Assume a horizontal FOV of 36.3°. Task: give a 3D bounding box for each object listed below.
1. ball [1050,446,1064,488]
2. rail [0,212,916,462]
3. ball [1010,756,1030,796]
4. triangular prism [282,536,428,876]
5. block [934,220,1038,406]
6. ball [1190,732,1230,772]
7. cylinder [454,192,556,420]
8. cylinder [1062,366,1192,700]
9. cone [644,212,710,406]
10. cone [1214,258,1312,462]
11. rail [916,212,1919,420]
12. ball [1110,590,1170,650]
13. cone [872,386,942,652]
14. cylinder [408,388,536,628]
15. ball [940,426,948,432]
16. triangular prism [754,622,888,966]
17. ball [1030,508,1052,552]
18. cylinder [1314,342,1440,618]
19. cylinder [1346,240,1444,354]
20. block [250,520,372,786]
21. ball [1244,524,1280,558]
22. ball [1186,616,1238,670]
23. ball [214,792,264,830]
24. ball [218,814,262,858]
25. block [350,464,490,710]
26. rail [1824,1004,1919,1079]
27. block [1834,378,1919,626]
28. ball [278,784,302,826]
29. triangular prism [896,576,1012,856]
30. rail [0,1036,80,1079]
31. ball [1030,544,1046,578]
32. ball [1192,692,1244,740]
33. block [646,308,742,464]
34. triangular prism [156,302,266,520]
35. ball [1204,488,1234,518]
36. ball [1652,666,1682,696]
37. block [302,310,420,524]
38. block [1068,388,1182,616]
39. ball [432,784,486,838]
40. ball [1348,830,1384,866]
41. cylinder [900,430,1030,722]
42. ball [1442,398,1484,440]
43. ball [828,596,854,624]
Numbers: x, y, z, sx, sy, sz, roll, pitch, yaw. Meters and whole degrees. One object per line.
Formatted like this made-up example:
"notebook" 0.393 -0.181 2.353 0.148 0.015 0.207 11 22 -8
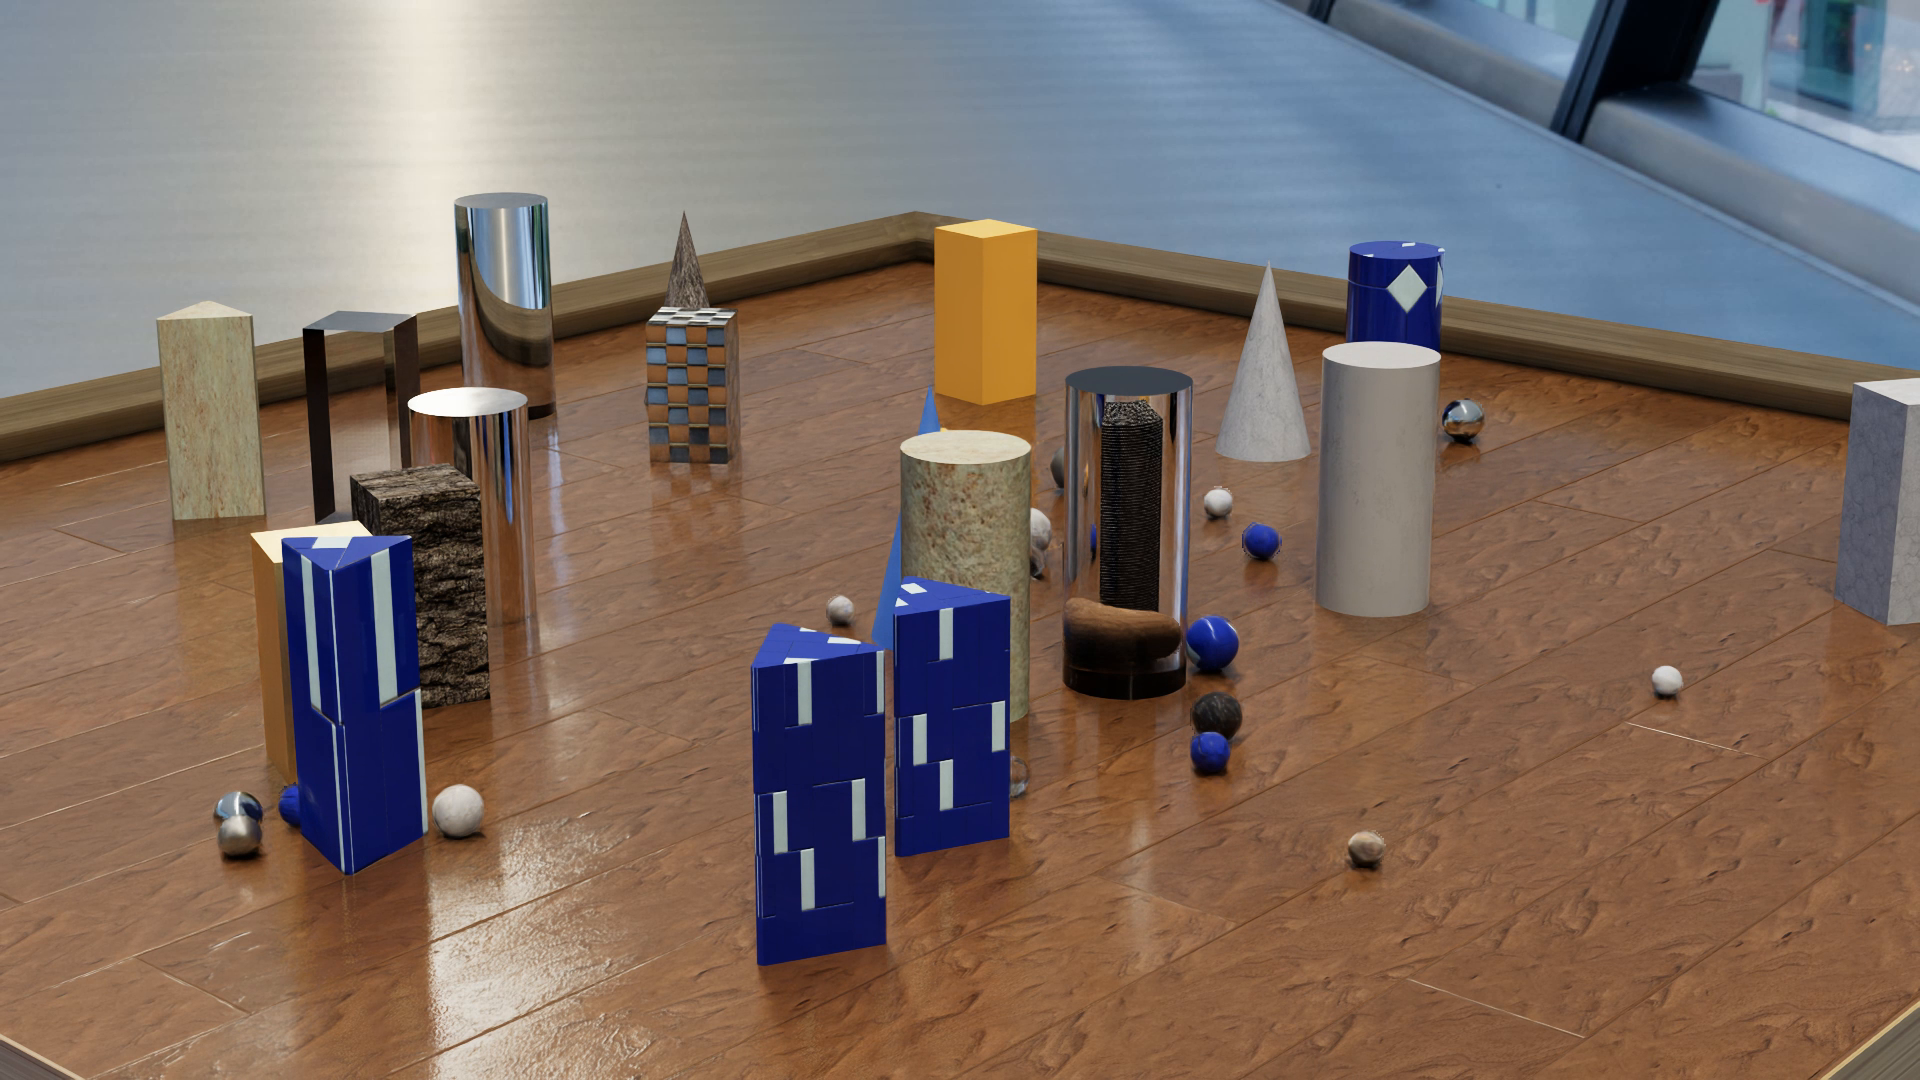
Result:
"ball" 0.228 -0.143 5.759 0.100 0.100 0.100 0 17 0
"rail" -1.536 -0.352 6.397 0.045 0.130 4.370 14 22 39
"ball" 0.072 0.340 4.225 0.059 0.059 0.059 0 17 0
"triangular prism" -0.807 0.213 4.000 0.150 0.432 0.173 -10 20 -31
"block" 0.057 -0.506 6.491 0.160 0.372 0.160 -14 22 -39
"ball" 0.369 0.312 4.315 0.060 0.060 0.060 0 17 0
"cylinder" -0.980 -0.503 6.325 0.200 0.463 0.200 0 17 0
"cylinder" 0.264 -0.013 4.644 0.200 0.493 0.200 0 17 0
"cone" -0.598 -0.512 6.416 0.200 0.428 0.200 0 17 0
"cone" 0.629 -0.381 6.023 0.200 0.403 0.200 0 17 0
"rail" 1.417 -0.438 6.682 4.116 0.130 0.045 14 22 39
"ball" 0.297 0.133 4.841 0.100 0.100 0.100 0 17 0
"cone" -0.049 -0.048 4.861 0.200 0.436 0.200 0 17 0
"cylinder" -0.830 -0.055 4.996 0.200 0.372 0.200 0 17 0
"ball" -0.047 -0.196 5.982 0.072 0.072 0.072 0 17 0
"triangular prism" -0.203 0.315 3.724 0.173 0.396 0.150 -7 18 -23
"ball" 0.122 -0.013 5.339 0.093 0.093 0.093 0 17 0
"cylinder" 0.717 -0.106 5.050 0.200 0.437 0.200 0 17 0
"cylinder" 0.919 -0.429 6.223 0.200 0.379 0.200 0 17 0
"block" -0.935 0.166 4.313 0.160 0.342 0.160 -8 18 -24
"ball" 0.551 0.001 5.342 0.063 0.063 0.063 0 17 0
"ball" 0.407 0.168 4.746 0.089 0.089 0.089 0 17 0
"ball" -1.001 0.382 4.070 0.067 0.067 0.067 0 17 0
"ball" -0.984 0.405 4.011 0.058 0.058 0.058 0 17 0
"block" -0.848 0.075 4.607 0.160 0.347 0.160 -8 19 -26
"rail" 1.536 0.417 3.843 0.045 0.130 4.370 14 22 39
"block" 1.626 -0.068 5.013 0.160 0.386 0.160 -5 17 -16
"ball" -0.927 0.373 4.116 0.059 0.059 0.059 0 17 0
"triangular prism" -0.041 0.237 4.066 0.173 0.348 0.150 -8 18 -25
"rail" -1.417 0.503 3.557 4.116 0.130 0.045 14 22 39
"ball" 0.122 0.038 5.228 0.059 0.059 0.059 0 17 0
"ball" 0.390 0.267 4.436 0.076 0.076 0.076 0 17 0
"block" -0.545 -0.318 6.012 0.160 0.288 0.160 2 17 6
"triangular prism" -1.431 -0.252 5.618 0.173 0.389 0.150 -3 17 -11
"ball" 0.492 -0.070 5.590 0.056 0.056 0.056 0 17 0
"ball" 1.118 0.222 4.636 0.048 0.048 0.048 0 17 0
"block" -1.126 -0.229 5.559 0.160 0.379 0.160 4 17 12
"block" 0.284 -0.063 5.045 0.160 0.357 0.160 5 17 15
"ball" -0.697 0.377 4.078 0.073 0.073 0.073 0 17 0
"ball" 0.551 0.419 3.982 0.048 0.048 0.048 0 17 0
"cylinder" 0.009 0.060 4.528 0.200 0.421 0.200 0 17 0
"ball" 1.054 -0.252 6.141 0.087 0.087 0.087 0 17 0
"ball" -0.202 0.119 4.981 0.046 0.046 0.046 0 17 0
